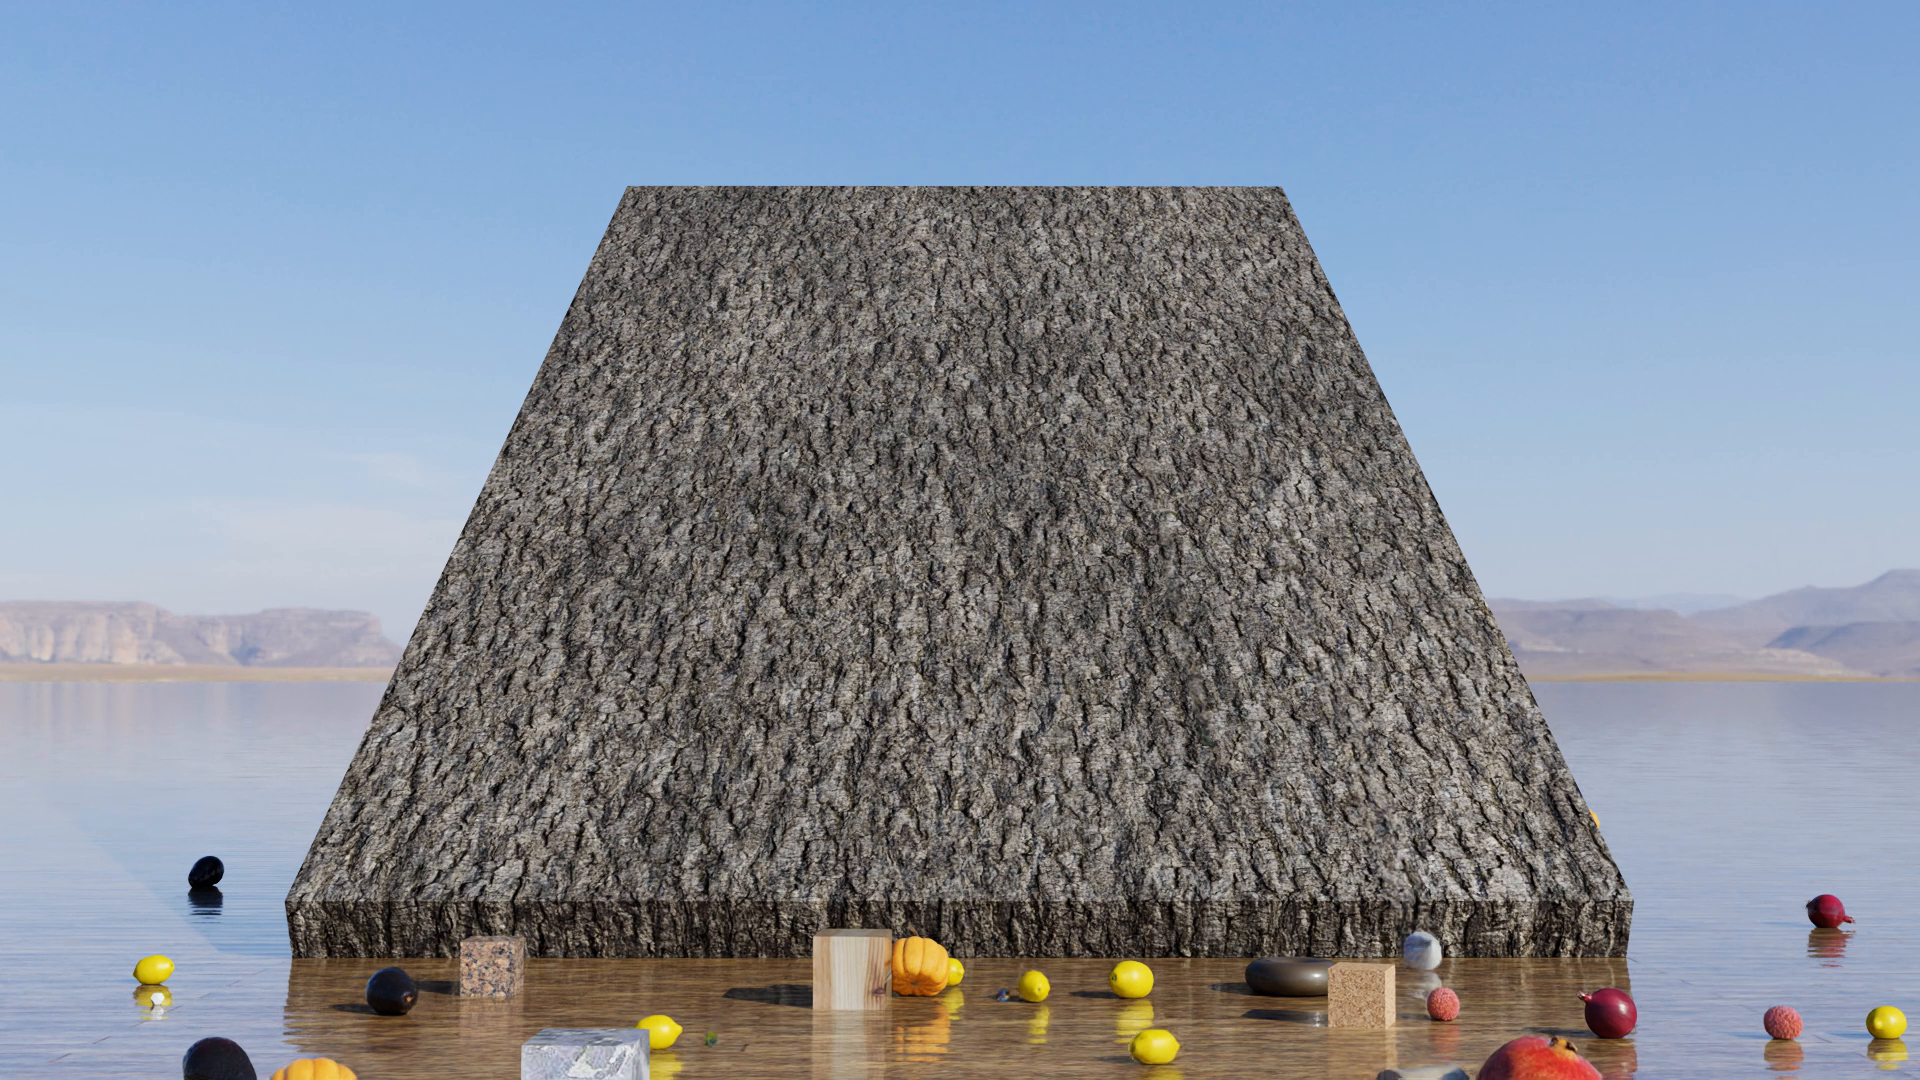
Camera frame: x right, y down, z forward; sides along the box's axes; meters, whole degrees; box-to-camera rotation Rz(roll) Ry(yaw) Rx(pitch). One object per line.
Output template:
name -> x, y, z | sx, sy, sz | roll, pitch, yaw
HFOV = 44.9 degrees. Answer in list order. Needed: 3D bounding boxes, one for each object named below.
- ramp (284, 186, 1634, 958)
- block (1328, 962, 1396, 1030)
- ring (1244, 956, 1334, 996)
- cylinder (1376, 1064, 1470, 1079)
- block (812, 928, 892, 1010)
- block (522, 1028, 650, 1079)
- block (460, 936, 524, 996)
ramp -> -0.008, -0.228, 5.293 | 2.000, 0.100, 4.000 | 0, 24, 0
block -> 0.489, 0.554, 2.826 | 0.069, 0.069, 0.069 | -1, -4, 20
ring -> 0.447, 0.583, 3.108 | 0.130, 0.043, 0.130 | 0, -5, 0
cylinder -> 0.420, 0.512, 2.103 | 0.069, 0.069, 0.069 | 1, -4, -24
block -> -0.138, 0.552, 2.994 | 0.091, 0.091, 0.091 | 0, -3, 4
block -> -0.335, 0.496, 2.089 | 0.098, 0.098, 0.098 | 0, -3, 1
block -> -0.625, 0.569, 3.105 | 0.071, 0.071, 0.071 | 0, -3, -1
